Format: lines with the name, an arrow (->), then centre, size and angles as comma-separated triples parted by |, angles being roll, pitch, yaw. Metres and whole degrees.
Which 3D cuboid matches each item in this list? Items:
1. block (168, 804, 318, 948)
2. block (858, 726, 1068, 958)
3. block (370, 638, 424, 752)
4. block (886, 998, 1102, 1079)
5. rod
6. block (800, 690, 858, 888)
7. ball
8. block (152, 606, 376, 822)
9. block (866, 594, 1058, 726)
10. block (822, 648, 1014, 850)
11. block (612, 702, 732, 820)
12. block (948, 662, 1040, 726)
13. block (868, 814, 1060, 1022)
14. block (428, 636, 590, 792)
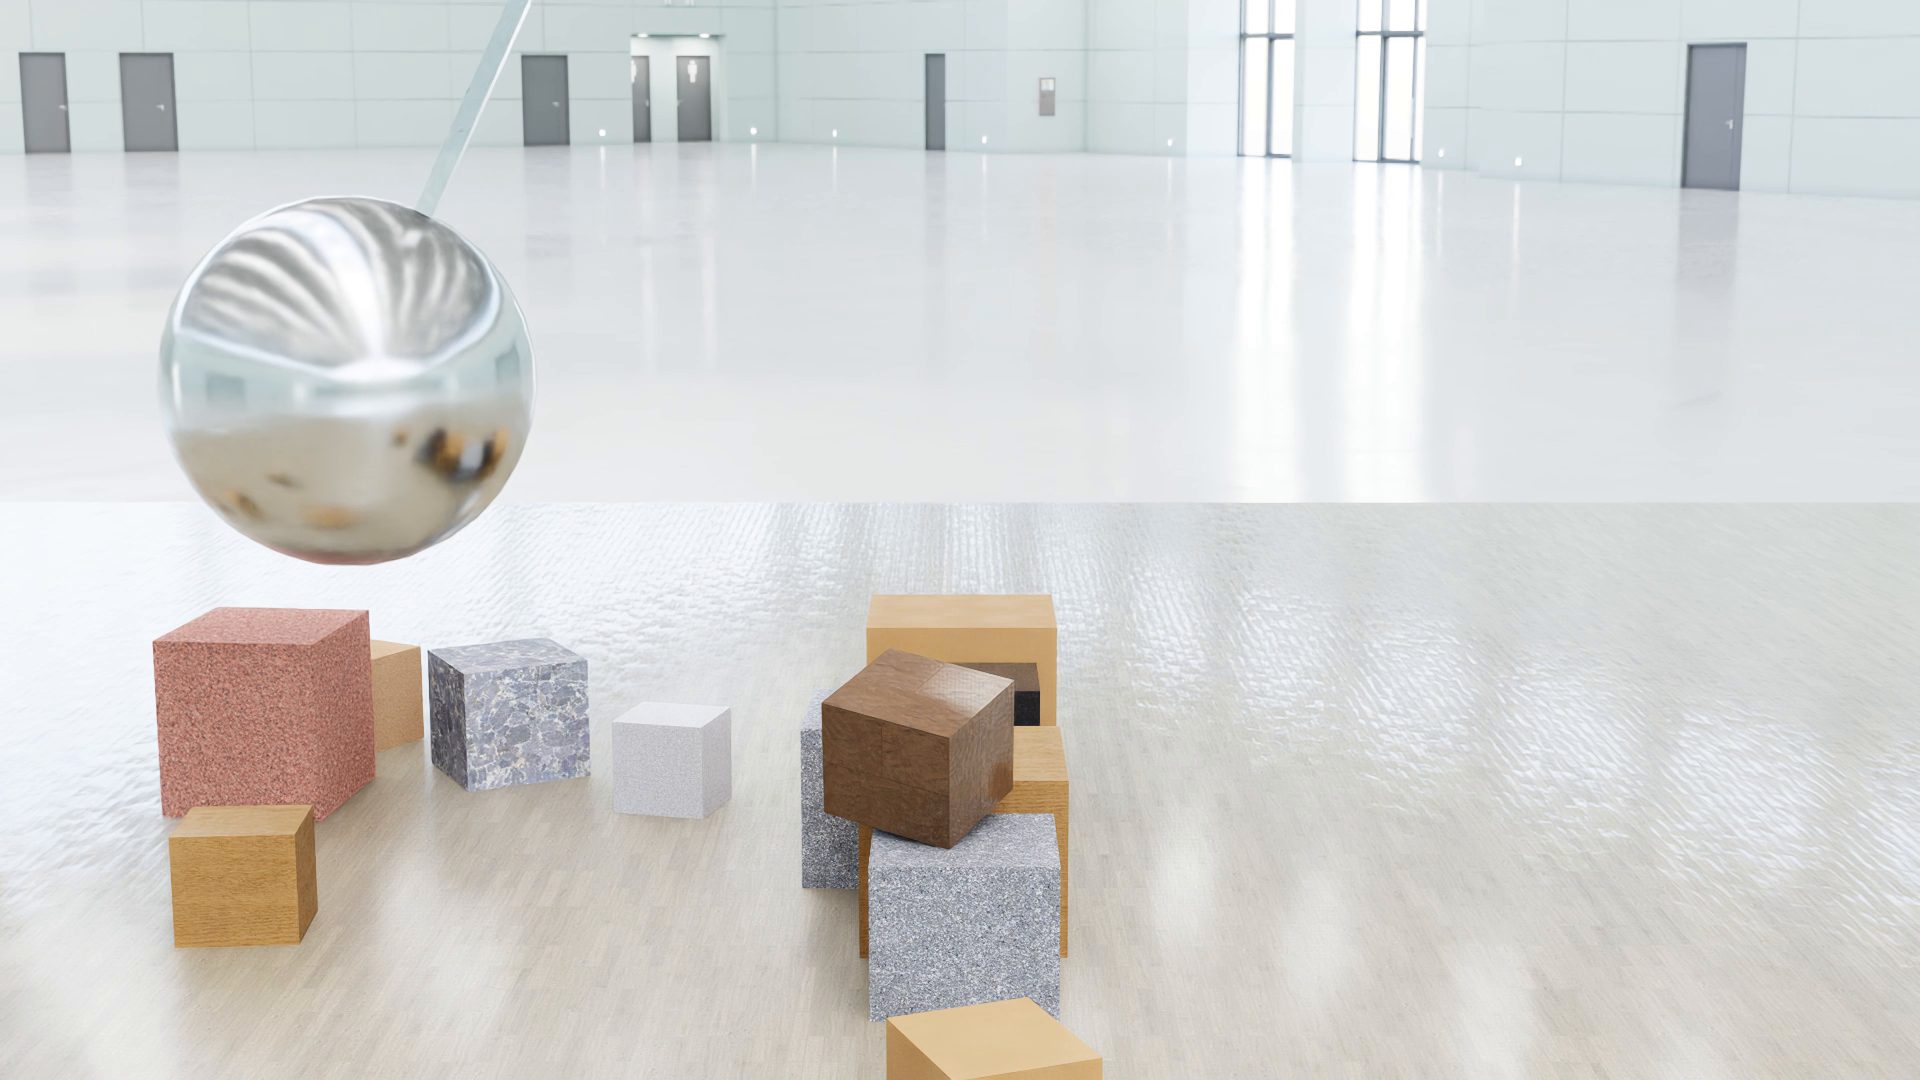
block -> -2.961, 1.387, 10.630 | 0.500, 0.467, 0.440 | -1, 10, -4
block -> 0.012, 1.241, 10.681 | 0.837, 0.736, 0.868 | 0, 10, 0
block -> -3.204, 0.826, 13.619 | 0.493, 0.502, 0.482 | 6, 12, 30
block -> 0.102, 1.819, 8.159 | 0.499, 0.501, 0.575 | -4, 11, -22
rod -> -1.140, -3.690, 10.509 | 0.080, 5.200, 0.080 | 26, 9, -4
block -> -0.291, 1.105, 11.485 | 0.772, 0.716, 0.726 | 0, 10, 2
ball -> -2.630, -0.684, 11.056 | 1.600, 1.600, 1.600 | 0, 10, 0
block -> -3.386, 0.837, 12.550 | 0.782, 0.863, 0.807 | 1, 10, 6
block -> 0.008, 0.783, 12.804 | 0.917, 0.879, 0.797 | 0, 10, 0
block -> -0.159, 0.801, 9.948 | 0.558, 0.487, 0.516 | 13, 28, 26
block -> -1.394, 1.065, 12.450 | 0.454, 0.451, 0.414 | 3, 11, 14
block -> 0.018, 0.991, 12.132 | 0.701, 0.709, 0.580 | 0, 10, 0
block -> 0.017, 1.448, 9.913 | 0.713, 0.604, 0.700 | 0, 10, 0
block -> -2.300, 0.877, 13.069 | 0.639, 0.599, 0.620 | -5, 12, -28
